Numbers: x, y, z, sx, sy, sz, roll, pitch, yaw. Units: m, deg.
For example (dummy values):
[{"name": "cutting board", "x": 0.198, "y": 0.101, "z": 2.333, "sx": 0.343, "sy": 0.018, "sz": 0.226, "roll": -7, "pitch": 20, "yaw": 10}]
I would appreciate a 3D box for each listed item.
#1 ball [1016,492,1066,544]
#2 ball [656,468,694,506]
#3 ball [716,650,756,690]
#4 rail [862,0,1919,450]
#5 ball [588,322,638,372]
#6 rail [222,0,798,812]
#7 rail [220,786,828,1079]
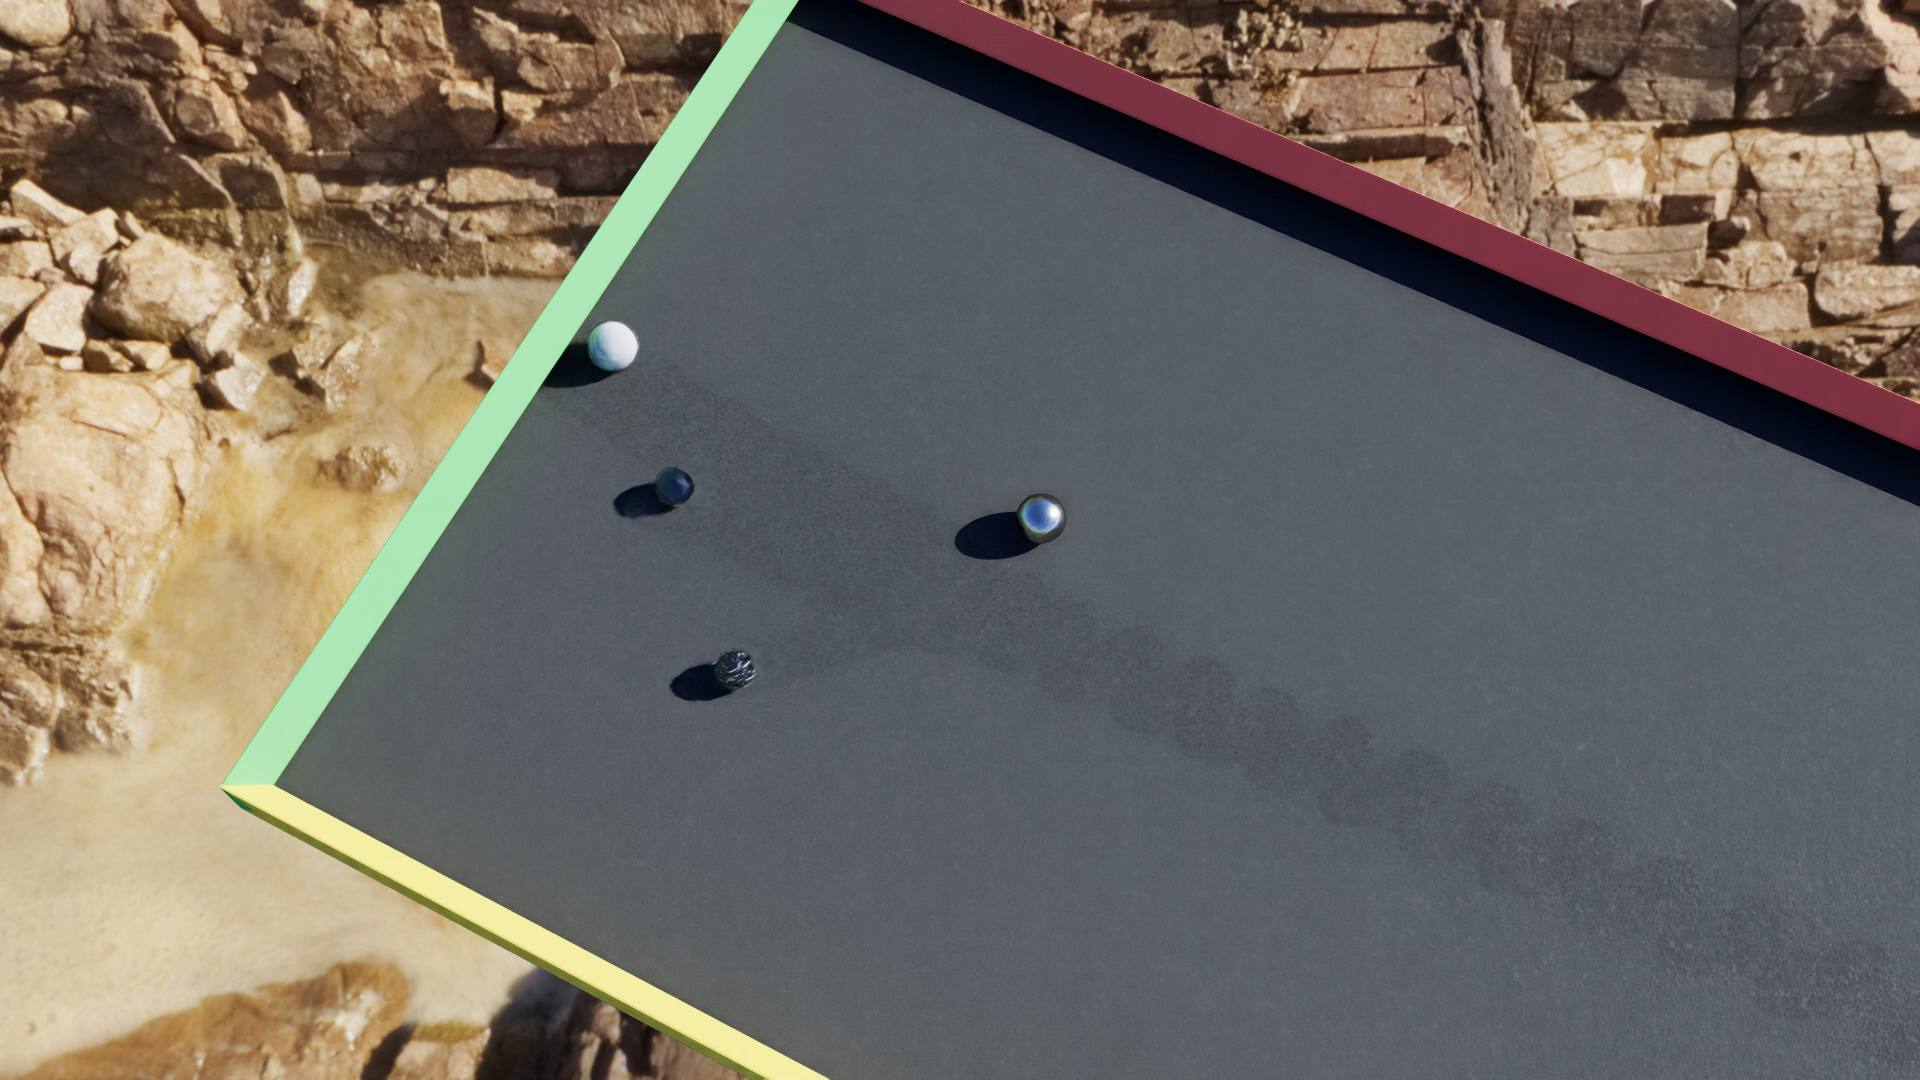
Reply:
[{"name": "ball", "x": 0.131, "y": -0.035, "z": 3.546, "sx": 0.082, "sy": 0.082, "sz": 0.082, "roll": 0, "pitch": 66, "yaw": 0}, {"name": "ball", "x": -0.464, "y": -0.085, "z": 3.580, "sx": 0.062, "sy": 0.062, "sz": 0.062, "roll": 0, "pitch": 66, "yaw": 0}, {"name": "ball", "x": -0.352, "y": 0.204, "z": 3.451, "sx": 0.062, "sy": 0.062, "sz": 0.062, "roll": 0, "pitch": 66, "yaw": 0}, {"name": "rail", "x": 1.099, "y": -0.389, "z": 3.688, "sx": 3.144, "sy": 0.108, "sz": 0.045, "roll": 25, "pitch": 68, "yaw": 11}, {"name": "ball", "x": -0.581, "y": -0.323, "z": 3.674, "sx": 0.083, "sy": 0.083, "sz": 0.083, "roll": 0, "pitch": 66, "yaw": 0}, {"name": "rail", "x": -0.678, "y": -0.328, "z": 3.661, "sx": 0.045, "sy": 0.108, "sz": 1.794, "roll": 25, "pitch": 68, "yaw": 11}, {"name": "rail", "x": 0.298, "y": 1.031, "z": 3.059, "sx": 3.144, "sy": 0.108, "sz": 0.045, "roll": 25, "pitch": 68, "yaw": 11}]
